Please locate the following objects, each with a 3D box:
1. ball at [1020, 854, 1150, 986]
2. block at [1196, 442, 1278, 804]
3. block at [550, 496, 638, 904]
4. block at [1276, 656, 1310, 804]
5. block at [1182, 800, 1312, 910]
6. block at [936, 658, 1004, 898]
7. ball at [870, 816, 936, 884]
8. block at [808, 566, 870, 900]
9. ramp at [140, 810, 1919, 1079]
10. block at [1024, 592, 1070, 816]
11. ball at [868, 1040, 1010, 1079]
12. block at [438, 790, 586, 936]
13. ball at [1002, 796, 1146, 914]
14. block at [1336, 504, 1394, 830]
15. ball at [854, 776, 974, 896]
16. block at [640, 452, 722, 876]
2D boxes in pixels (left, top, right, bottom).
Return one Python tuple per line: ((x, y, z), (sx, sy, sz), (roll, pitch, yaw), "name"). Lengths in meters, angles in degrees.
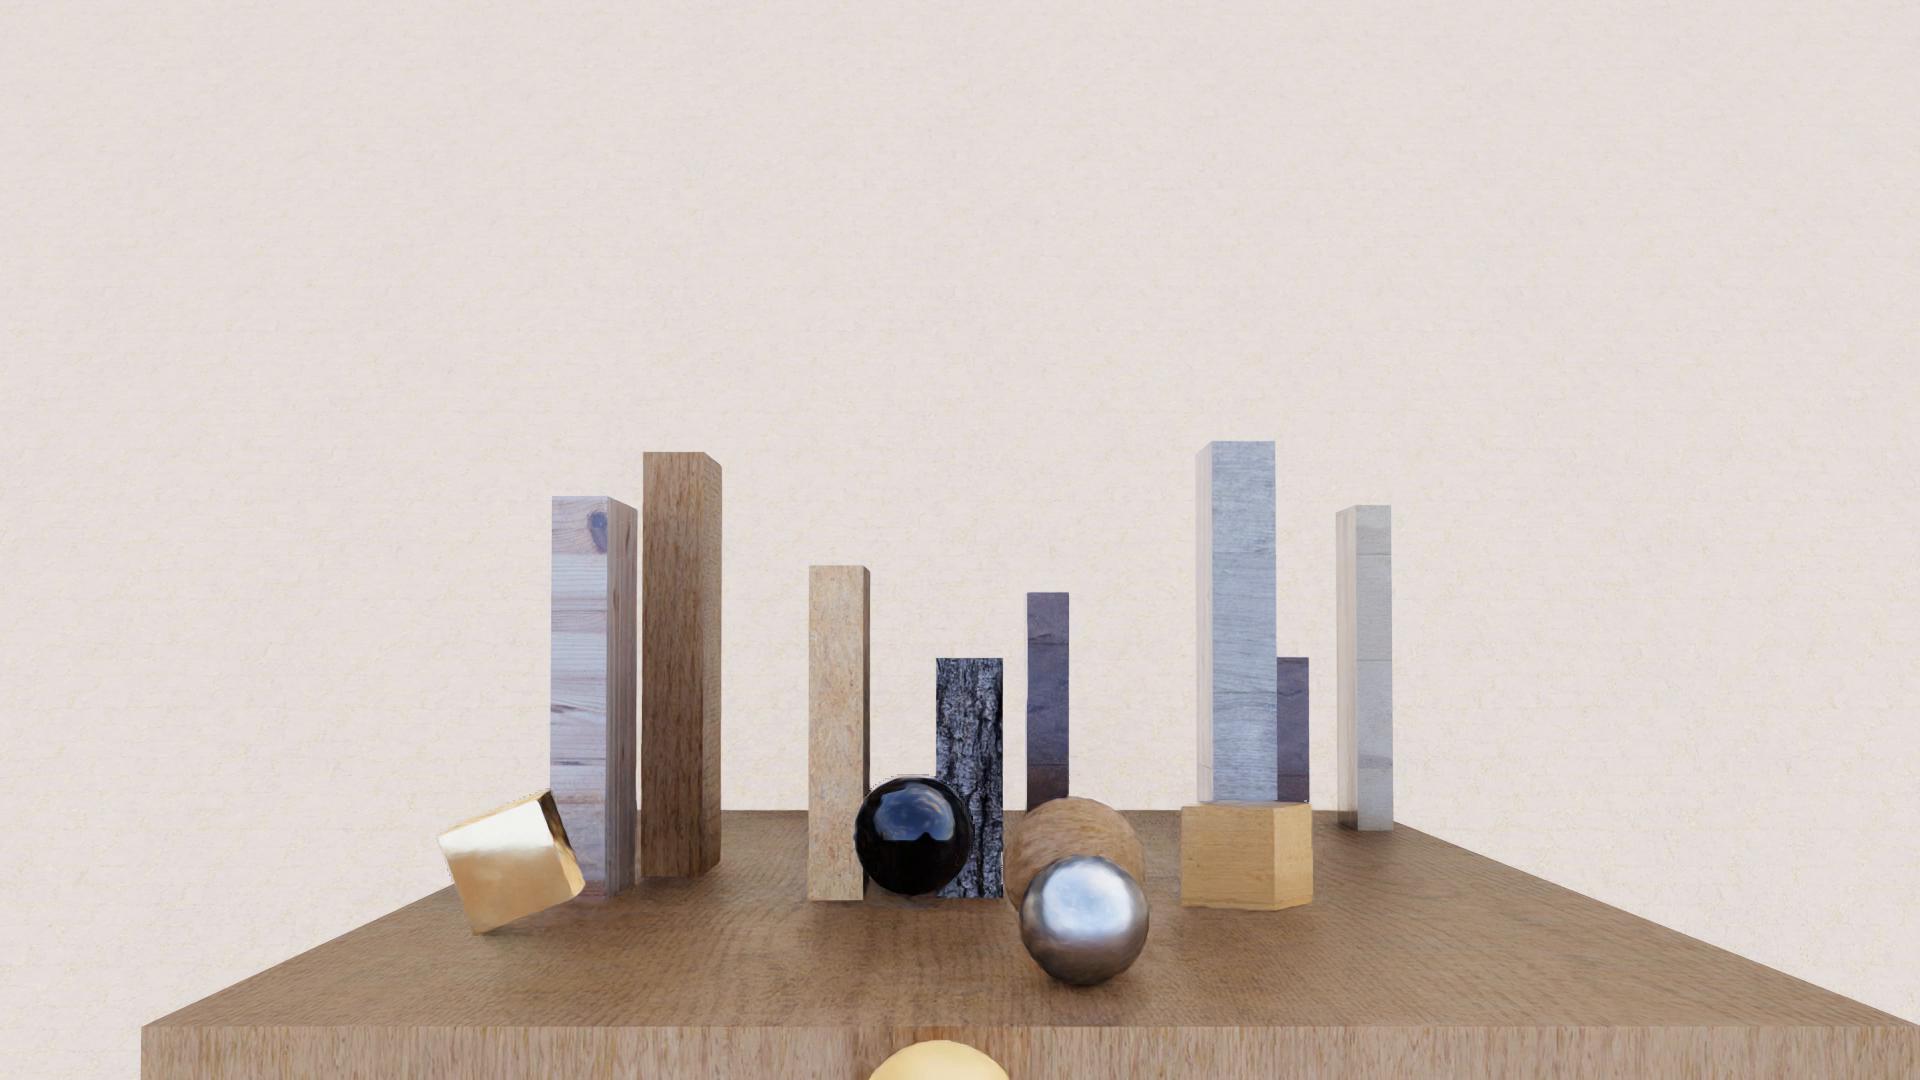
((0.157, 0.480, 3.291), (0.164, 0.164, 0.164), (0, 37, 0), "ball")
((0.506, 0.228, 4.782), (0.114, 0.796, 0.327), (0, -2, 0), "block")
((-0.642, 0.276, 4.579), (0.094, 0.683, 0.414), (0, -2, 0), "block")
((0.723, 0.471, 5.928), (0.100, 0.409, 0.344), (0, -2, 0), "block")
((0.480, 0.525, 4.347), (0.165, 0.165, 0.165), (-1, -3, 29), "block")
((0.016, 0.414, 4.606), (0.115, 0.409, 0.306), (0, -2, 0), "block")
((-0.103, 0.563, 4.734), (0.123, 0.123, 0.123), (0, 37, 0), "ball")
((-0.211, 0.334, 4.586), (0.093, 0.568, 0.349), (0, -2, 0), "block")
((0.081, 0.682, 4.916), (2.000, 0.100, 4.000), (0, -2, 0), "ramp")
((0.182, 0.385, 5.507), (0.086, 0.544, 0.283), (0, -2, 0), "block")
((-0.022, 0.637, 2.823), (0.185, 0.185, 0.185), (0, 37, 0), "ball")
((-0.673, 0.484, 3.916), (0.156, 0.156, 0.156), (-21, 0, -2), "block")
((0.166, 0.480, 3.805), (0.209, 0.209, 0.209), (0, 37, 0), "ball")
((0.979, 0.308, 6.307), (0.084, 0.768, 0.328), (0, -2, 0), "block")
((-0.078, 0.494, 4.353), (0.200, 0.200, 0.200), (0, 37, 0), "ball")
((-0.540, 0.240, 5.071), (0.115, 0.797, 0.378), (0, -2, 0), "block")
